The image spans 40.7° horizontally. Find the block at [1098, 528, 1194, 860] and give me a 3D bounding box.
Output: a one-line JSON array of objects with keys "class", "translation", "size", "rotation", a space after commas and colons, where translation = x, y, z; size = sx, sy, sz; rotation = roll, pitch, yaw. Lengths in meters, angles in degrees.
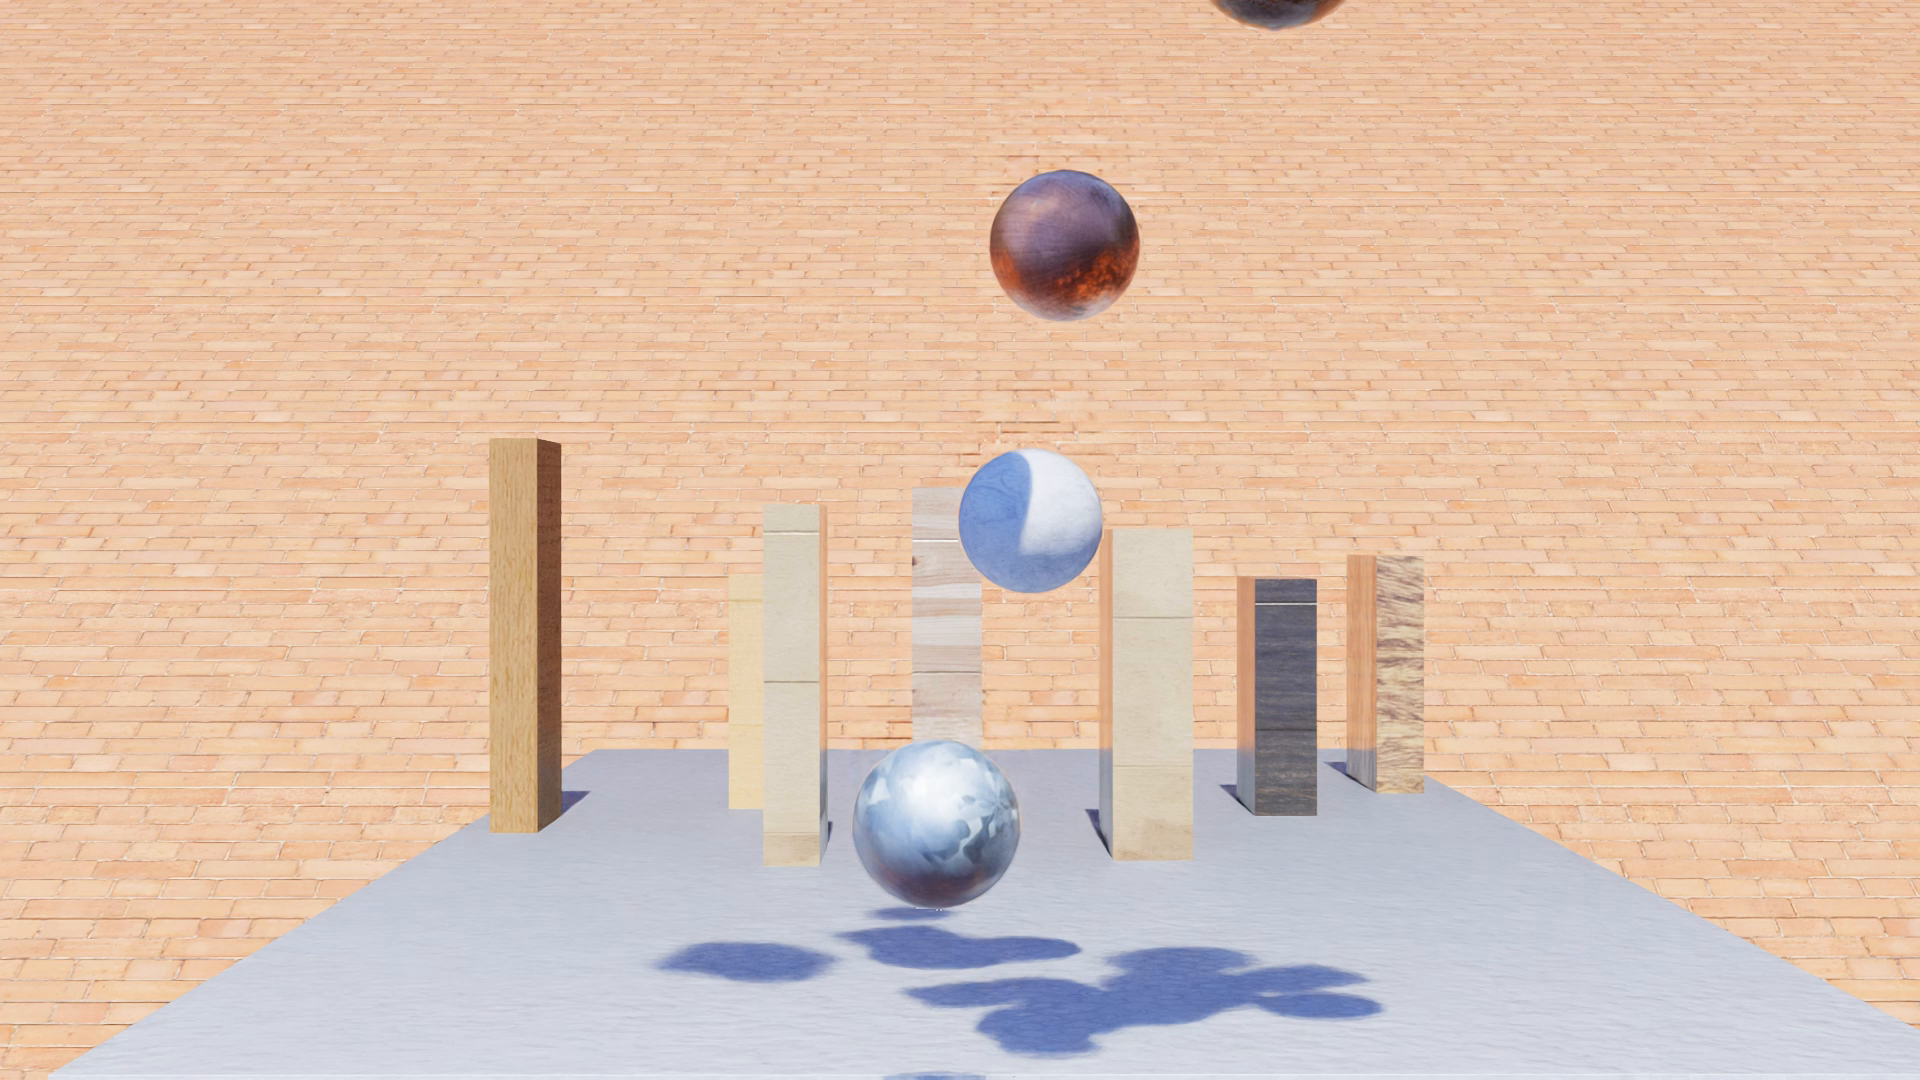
[{"class": "block", "translation": [0.326, 0.261, 4.593], "size": [0.135, 0.560, 0.441], "rotation": [0, 0, 0]}]

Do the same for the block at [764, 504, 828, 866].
[{"class": "block", "translation": [-0.280, 0.241, 4.437], "size": [0.093, 0.601, 0.277], "rotation": [0, 0, 0]}]

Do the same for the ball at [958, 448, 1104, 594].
[{"class": "ball", "translation": [0.084, -0.023, 3.073], "size": [0.173, 0.173, 0.173], "rotation": [0, 30, 0]}]

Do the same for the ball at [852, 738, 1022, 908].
[{"class": "ball", "translation": [-0.021, 0.261, 2.380], "size": [0.155, 0.155, 0.155], "rotation": [0, 30, 0]}]

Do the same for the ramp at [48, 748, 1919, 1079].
[{"class": "ramp", "translation": [0.066, 0.591, 4.644], "size": [2.000, 0.100, 4.000], "rotation": [0, 0, 0]}]

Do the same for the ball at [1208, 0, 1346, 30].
[{"class": "ball", "translation": [0.293, -0.555, 2.373], "size": [0.173, 0.173, 0.173], "rotation": [0, 30, 0]}]

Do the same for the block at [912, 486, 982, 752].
[{"class": "block", "translation": [-0.025, 0.220, 5.073], "size": [0.131, 0.641, 0.418], "rotation": [0, 0, 0]}]

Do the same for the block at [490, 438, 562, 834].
[{"class": "block", "translation": [-0.825, 0.176, 4.923], "size": [0.088, 0.729, 0.294], "rotation": [0, 0, 0]}]

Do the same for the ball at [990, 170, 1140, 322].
[{"class": "ball", "translation": [0.096, -0.269, 2.362], "size": [0.138, 0.138, 0.138], "rotation": [0, 30, 0]}]

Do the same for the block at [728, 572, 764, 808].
[{"class": "block", "translation": [-0.422, 0.304, 5.318], "size": [0.084, 0.471, 0.248], "rotation": [0, 0, 0]}]

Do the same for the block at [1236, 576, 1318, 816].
[{"class": "block", "translation": [0.637, 0.308, 5.219], "size": [0.121, 0.464, 0.332], "rotation": [0, 0, 0]}]

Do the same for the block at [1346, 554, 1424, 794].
[{"class": "block", "translation": [0.935, 0.286, 5.706], "size": [0.100, 0.504, 0.427], "rotation": [0, 0, 0]}]
